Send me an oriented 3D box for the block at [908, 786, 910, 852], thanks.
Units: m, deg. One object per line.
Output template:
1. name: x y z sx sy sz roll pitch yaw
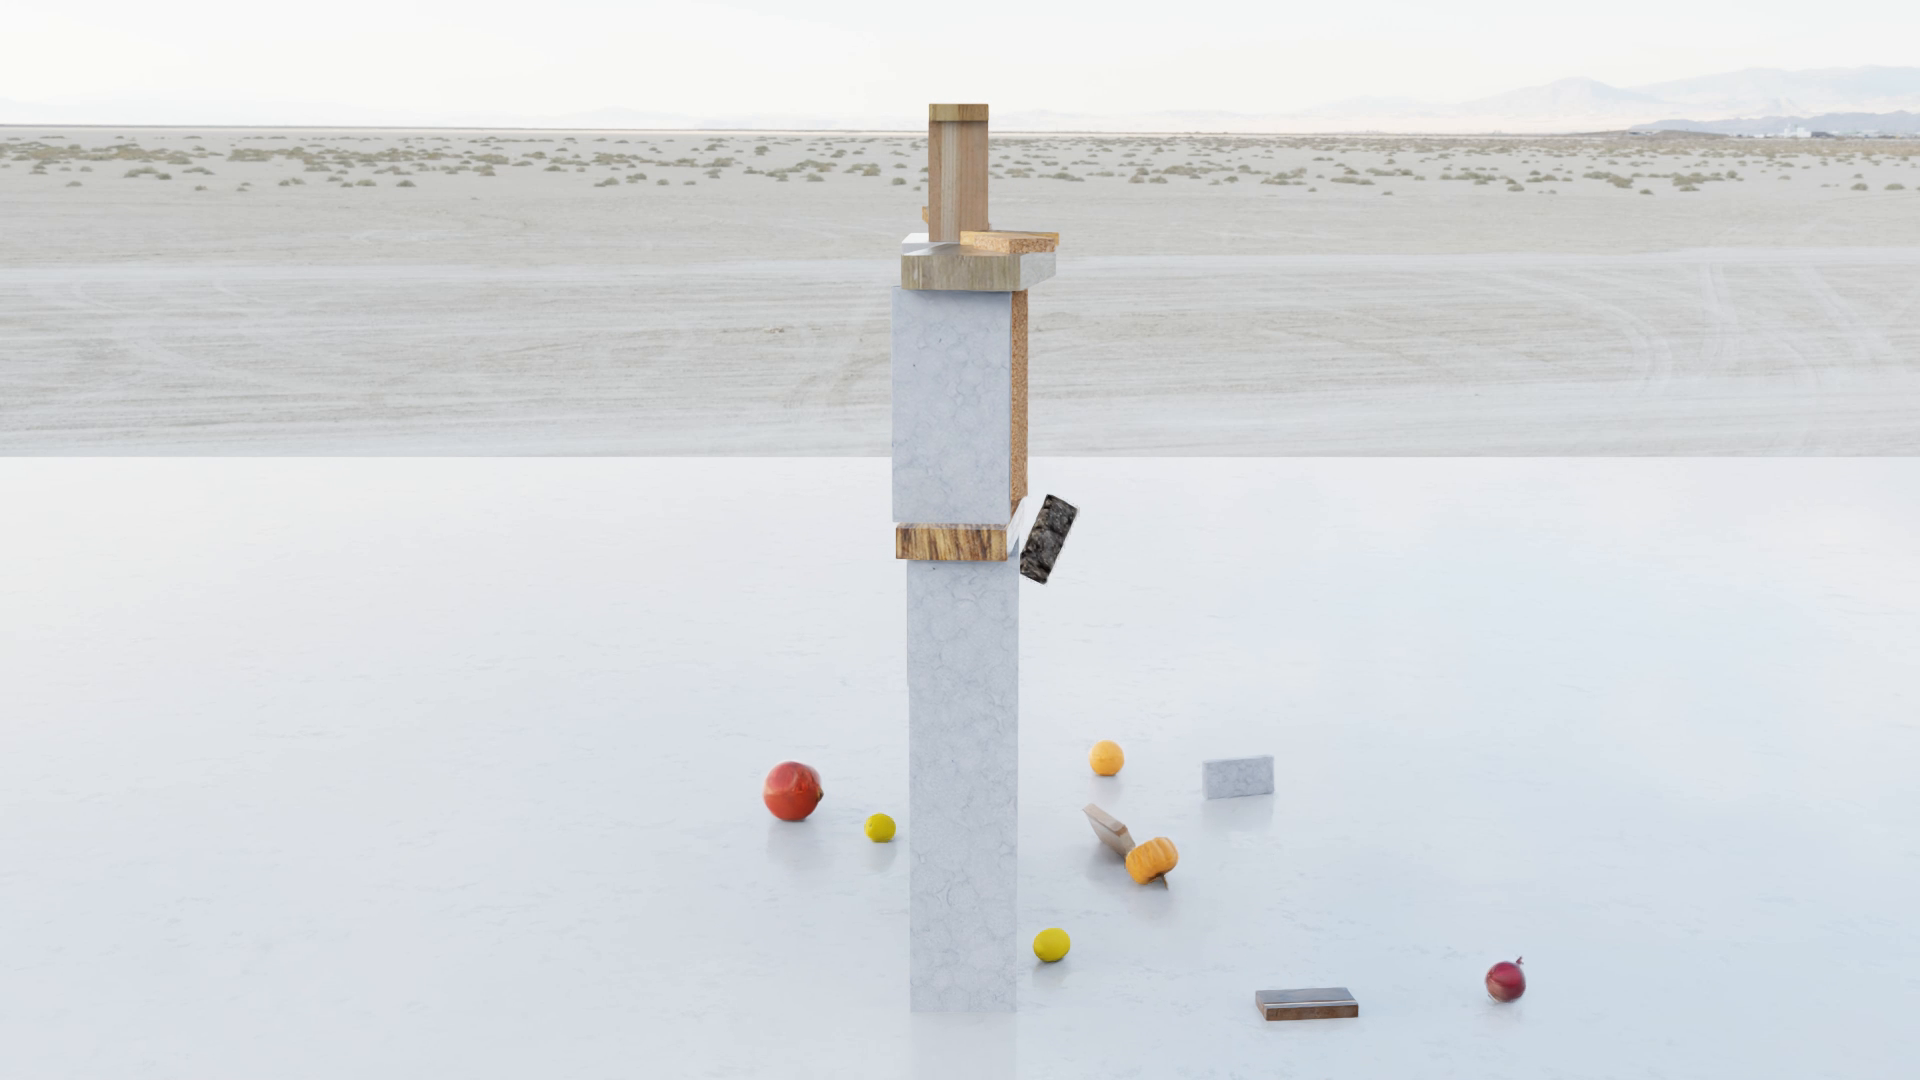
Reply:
1. block: 0.003 0.496 3.305 0.158 0.317 0.045 0 11 0

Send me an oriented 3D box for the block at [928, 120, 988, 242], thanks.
1. block: -0.002 -0.541 3.317 0.090 0.179 0.025 0 10 1

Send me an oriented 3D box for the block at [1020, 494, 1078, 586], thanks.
1. block: 0.159 0.000 4.059 0.022 0.155 0.077 21 -4 40

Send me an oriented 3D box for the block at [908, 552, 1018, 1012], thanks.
1. block: 0.005 0.349 3.132 0.154 0.669 0.044 0 11 0

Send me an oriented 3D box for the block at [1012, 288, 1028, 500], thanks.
1. block: 0.016 -0.229 3.276 0.163 0.327 0.046 4 11 20

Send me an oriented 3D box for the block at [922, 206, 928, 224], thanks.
1. block: -0.008 -0.526 3.609 0.077 0.022 0.155 -4 18 -12

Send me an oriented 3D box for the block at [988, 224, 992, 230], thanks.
1. block: 0.022 -0.461 3.690 0.077 0.155 0.022 2 43 13

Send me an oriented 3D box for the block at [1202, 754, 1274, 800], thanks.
1. block: 0.533 0.453 4.210 0.141 0.071 0.020 -3 6 -18

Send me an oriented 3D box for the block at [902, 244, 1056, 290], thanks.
1. block: 0.032 -0.389 3.118 0.163 0.046 0.327 2 11 11

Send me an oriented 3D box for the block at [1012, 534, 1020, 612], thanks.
1. block: 0.011 0.132 3.310 0.154 0.308 0.044 0 11 -1

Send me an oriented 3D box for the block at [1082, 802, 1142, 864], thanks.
1. block: 0.268 0.516 3.873 0.020 0.071 0.141 -33 20 -13

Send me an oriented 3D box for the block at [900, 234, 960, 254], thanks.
1. block: -0.003 -0.451 3.451 0.163 0.046 0.327 0 10 1

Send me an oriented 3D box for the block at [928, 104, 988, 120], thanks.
1. block: -0.001 -0.653 3.360 0.090 0.025 0.179 0 11 0

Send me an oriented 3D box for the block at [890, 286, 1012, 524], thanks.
1. block: -0.011 -0.188 3.058 0.163 0.327 0.046 1 11 5

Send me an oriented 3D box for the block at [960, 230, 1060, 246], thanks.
1. block: 0.073 -0.442 3.223 0.135 0.019 0.068 10 15 44

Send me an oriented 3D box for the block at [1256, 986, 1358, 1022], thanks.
1. block: 0.501 0.671 3.181 0.135 0.019 0.067 -1 11 -6

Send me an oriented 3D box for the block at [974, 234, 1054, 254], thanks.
1. block: 0.076 -0.416 3.087 0.068 0.019 0.135 -4 11 -20

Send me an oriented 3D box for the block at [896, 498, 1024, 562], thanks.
1. block: 0.004 -0.021 3.174 0.154 0.044 0.308 1 11 6

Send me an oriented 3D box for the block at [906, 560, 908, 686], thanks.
1. block: -0.007 0.080 3.661 0.163 0.327 0.046 0 11 0
